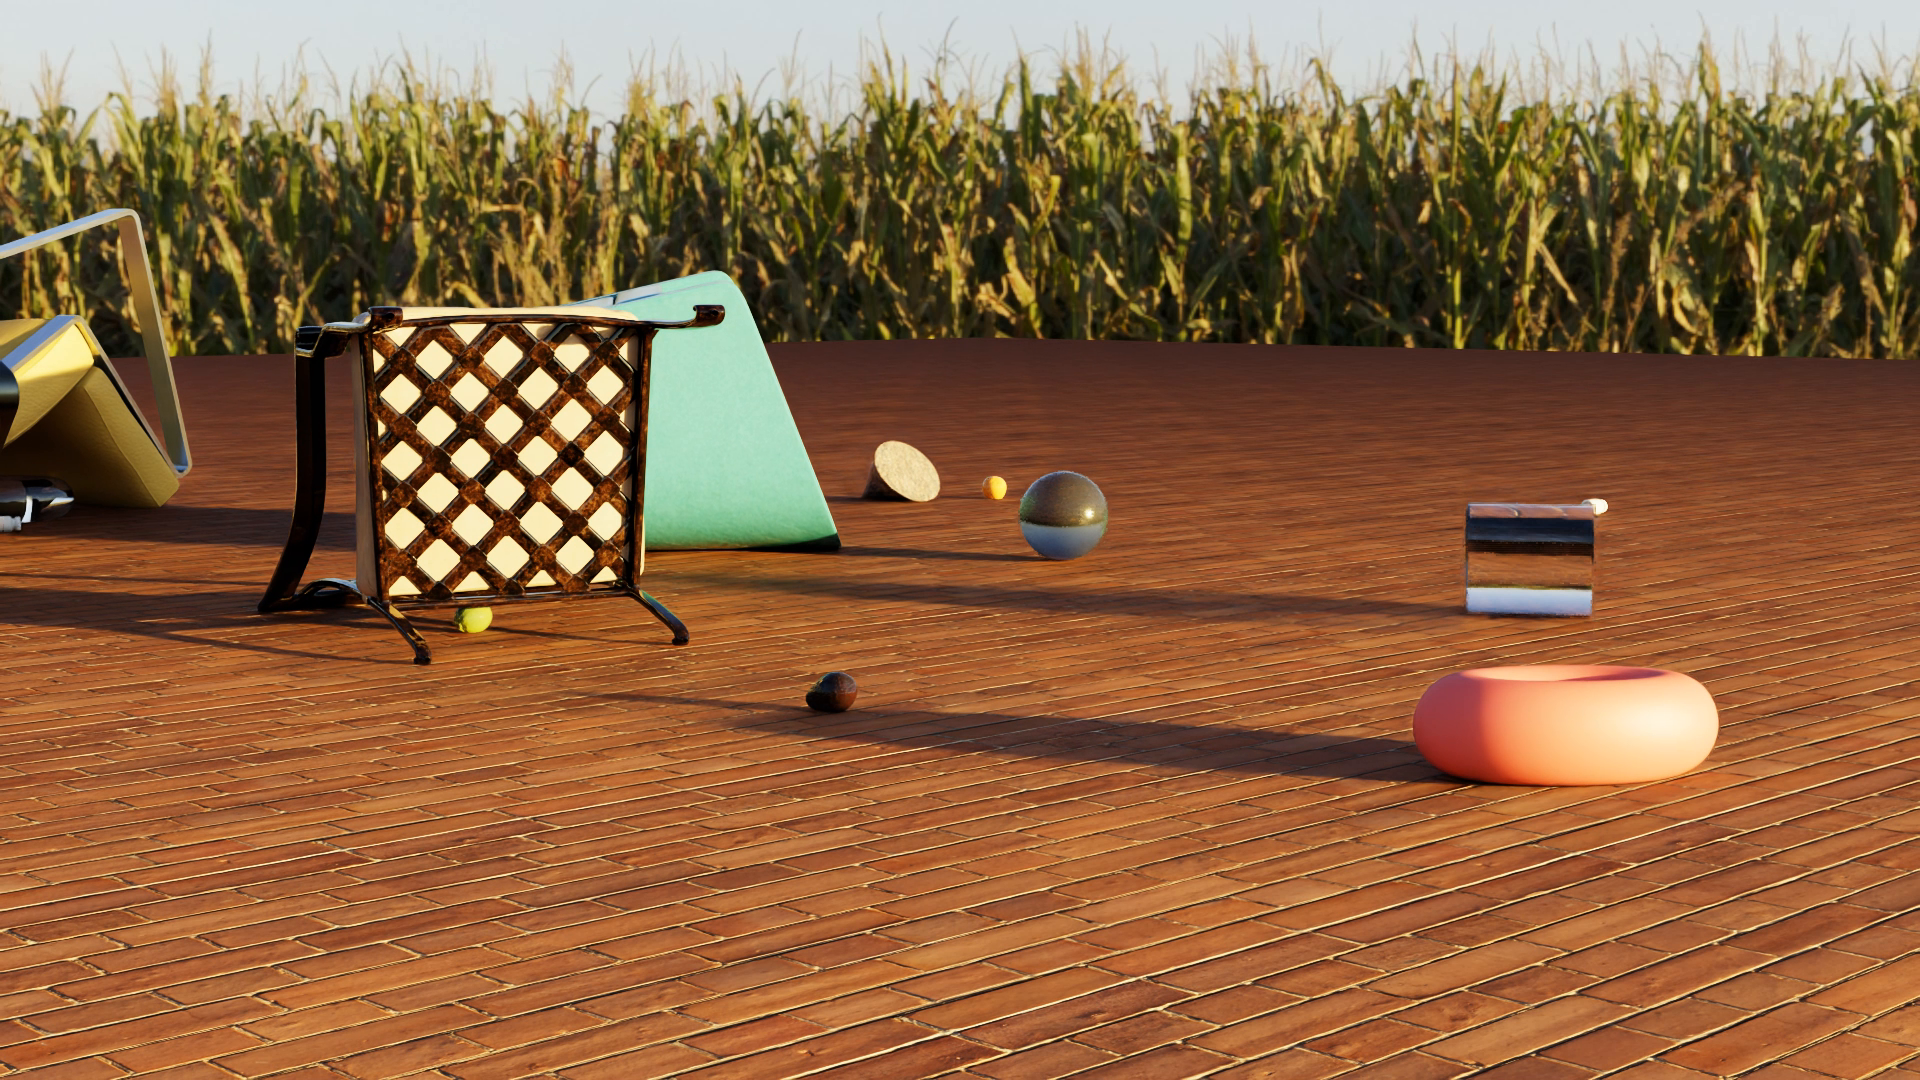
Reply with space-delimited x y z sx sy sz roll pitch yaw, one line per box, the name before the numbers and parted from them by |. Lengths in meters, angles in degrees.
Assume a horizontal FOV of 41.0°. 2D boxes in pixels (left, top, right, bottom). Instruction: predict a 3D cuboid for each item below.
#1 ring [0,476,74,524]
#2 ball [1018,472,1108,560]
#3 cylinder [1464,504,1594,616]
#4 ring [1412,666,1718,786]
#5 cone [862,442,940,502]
ring | -2.598 -0.112 6.957 0.370 0.113 0.397 -2 5 -26
ball | 0.240 -0.056 5.937 0.208 0.208 0.208 0 6 0
cylinder | 1.098 0.039 4.944 0.234 0.189 0.306 1 -24 14
ring | 0.803 0.244 3.400 0.421 0.136 0.250 -1 4 -12
cone | -0.222 -0.164 7.575 0.242 0.172 0.223 27 -35 -30
